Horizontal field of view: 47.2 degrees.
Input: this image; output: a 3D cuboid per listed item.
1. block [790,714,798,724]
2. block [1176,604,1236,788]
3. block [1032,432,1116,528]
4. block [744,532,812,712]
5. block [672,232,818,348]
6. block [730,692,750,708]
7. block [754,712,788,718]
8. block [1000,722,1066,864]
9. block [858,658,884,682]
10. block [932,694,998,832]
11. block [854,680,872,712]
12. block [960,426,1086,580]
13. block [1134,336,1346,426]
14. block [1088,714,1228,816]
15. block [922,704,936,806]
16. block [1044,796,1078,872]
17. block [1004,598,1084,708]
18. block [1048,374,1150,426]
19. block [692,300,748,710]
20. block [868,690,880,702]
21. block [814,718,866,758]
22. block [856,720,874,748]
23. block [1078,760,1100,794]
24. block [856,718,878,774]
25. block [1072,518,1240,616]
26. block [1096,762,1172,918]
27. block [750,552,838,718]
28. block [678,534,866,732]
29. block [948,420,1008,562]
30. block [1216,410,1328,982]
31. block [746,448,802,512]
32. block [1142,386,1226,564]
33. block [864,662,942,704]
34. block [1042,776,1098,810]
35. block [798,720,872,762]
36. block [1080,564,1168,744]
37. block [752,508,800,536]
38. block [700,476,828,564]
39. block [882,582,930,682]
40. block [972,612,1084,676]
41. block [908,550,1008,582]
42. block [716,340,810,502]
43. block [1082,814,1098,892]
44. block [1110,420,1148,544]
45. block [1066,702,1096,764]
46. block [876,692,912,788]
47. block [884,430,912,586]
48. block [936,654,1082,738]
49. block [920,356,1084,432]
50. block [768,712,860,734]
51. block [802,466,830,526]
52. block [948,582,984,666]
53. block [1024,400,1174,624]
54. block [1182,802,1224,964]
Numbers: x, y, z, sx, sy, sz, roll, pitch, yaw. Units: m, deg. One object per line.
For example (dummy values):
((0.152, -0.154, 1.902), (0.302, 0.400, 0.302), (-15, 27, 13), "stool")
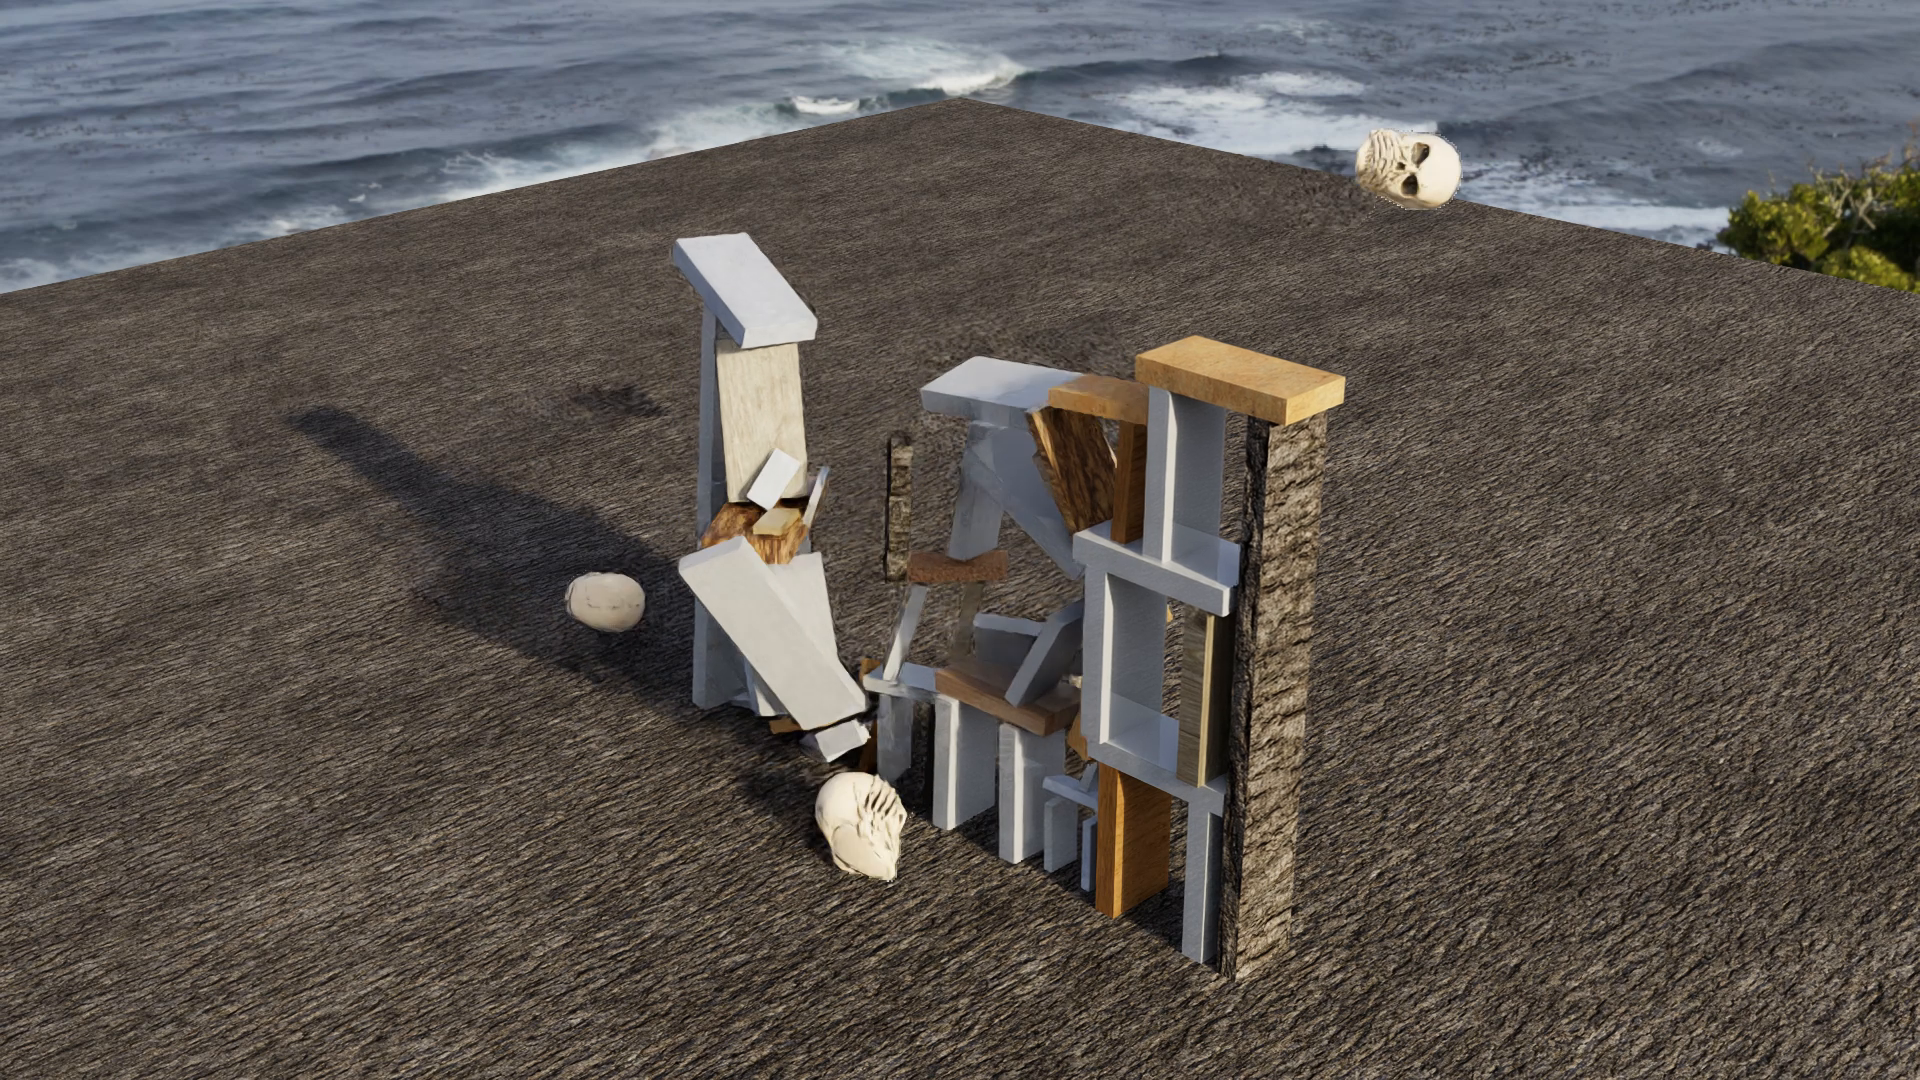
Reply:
((-0.316, 0.276, 4.570), (0.103, 0.029, 0.207), (-12, 58, -4), "block")
((0.457, 0.245, 3.826), (0.048, 0.340, 0.170), (22, 31, 40), "block")
((0.256, -0.067, 4.070), (0.044, 0.314, 0.157), (-9, 28, 42), "block")
((-0.391, 0.130, 4.695), (0.174, 0.455, 0.049), (-19, 22, -35), "block")
((-0.438, -0.509, 4.456), (0.163, 0.046, 0.327), (-11, 45, -32), "block")
((-0.451, 0.355, 4.868), (0.056, 0.016, 0.112), (-20, 16, -40), "block")
((-0.396, 0.371, 4.815), (0.056, 0.016, 0.113), (-21, 10, -39), "block")
((0.141, 0.473, 4.277), (0.041, 0.287, 0.144), (20, 30, 41), "block")
((-0.179, 0.276, 4.600), (0.015, 0.052, 0.104), (7, -4, 25), "block")
((0.011, 0.424, 4.390), (0.041, 0.287, 0.144), (21, 29, 37), "block")
((-0.210, 0.320, 4.523), (0.015, 0.052, 0.104), (-13, -14, 15), "block")
((0.161, -0.076, 4.158), (0.314, 0.044, 0.157), (46, 43, 12), "block")
((0.458, -0.265, 3.615), (0.311, 0.044, 0.156), (21, 31, 40), "block")
((0.399, 0.396, 3.964), (0.315, 0.045, 0.157), (21, 31, 41), "block")
((-0.031, 0.426, 4.472), (0.029, 0.208, 0.104), (11, 15, 24), "block")
((0.195, 0.563, 4.249), (0.021, 0.145, 0.072), (20, 30, 41), "block")
((0.174, 0.210, 4.130), (0.118, 0.236, 0.033), (-24, 61, -43), "block")
((0.277, -0.243, 3.800), (0.226, 0.032, 0.113), (14, 26, 39), "block")
((-0.483, -0.075, 4.711), (0.163, 0.960, 0.046), (-20, 37, -38), "block")
((-0.190, 0.329, 4.655), (0.067, 0.019, 0.134), (4, 0, -13), "block")
((-0.242, 0.400, 4.444), (0.104, 0.052, 0.015), (-22, 4, 34), "block")
((-0.224, 0.417, 4.645), (0.134, 0.019, 0.067), (-23, 17, 49), "block")
((0.305, 0.337, 4.171), (0.020, 0.305, 0.072), (28, 13, 31), "block")
((-0.174, 0.421, 4.598), (0.019, 0.134, 0.067), (30, 33, 18), "block")
((0.379, 0.036, 3.822), (0.170, 0.048, 0.340), (-21, 31, -40), "block")
((0.325, 0.533, 4.102), (0.045, 0.315, 0.158), (21, 31, 41), "block")
((-0.340, 0.192, 4.406), (0.174, 0.347, 0.049), (-8, 34, -2), "block")
((-0.363, 0.189, 4.311), (0.139, 0.488, 0.039), (-20, 38, 19), "block")
((0.046, -0.106, 4.372), (0.039, 0.277, 0.139), (17, 19, 24), "block")
((0.530, 0.271, 3.765), (0.156, 1.059, 0.044), (-21, 31, -41), "block")
((-0.375, -0.120, 4.413), (0.058, 0.117, 0.017), (32, -12, -3), "block")
((0.384, -0.130, 3.751), (0.044, 0.311, 0.156), (22, 31, 40), "block")
((-0.080, 0.292, 4.484), (0.208, 0.029, 0.104), (10, 22, 29), "block")
((0.237, 0.485, 4.201), (0.145, 0.021, 0.072), (20, 9, 33), "block")
((-0.265, 0.417, 4.601), (0.104, 0.029, 0.207), (-30, 9, -16), "block")
((0.298, 0.183, 3.973), (0.170, 0.340, 0.048), (-21, 31, -40), "block")
((-0.362, -0.037, 4.337), (0.059, 0.017, 0.117), (4, 20, 14), "block")
((-0.392, -0.046, 4.457), (0.174, 0.049, 0.347), (1, 23, 10), "block")
((-0.110, 0.170, 4.464), (0.030, 0.215, 0.108), (17, 18, -7), "block")
((0.147, 0.206, 4.286), (0.236, 0.118, 0.033), (8, 54, 12), "block")
((-0.018, 0.053, 4.405), (0.215, 0.030, 0.108), (-1, 16, 7), "block")
((-0.399, -0.245, 4.449), (0.163, 0.327, 0.046), (-5, 4, -4), "block")
((0.264, 0.590, 4.185), (0.072, 0.145, 0.021), (-21, 31, -41), "block")
((0.320, -0.114, 3.823), (0.113, 0.226, 0.032), (-21, 34, -40), "block")
((0.248, 0.338, 4.115), (0.020, 0.143, 0.072), (-1, 30, -35), "block")
((-0.135, 0.396, 4.557), (0.029, 0.208, 0.104), (12, 24, 22), "block")
((-0.121, -0.062, 4.265), (0.039, 0.277, 0.139), (1, 16, -5), "block")
((0.104, 0.296, 4.273), (0.287, 0.041, 0.144), (20, 29, 40), "block")
((0.092, -0.274, 4.108), (0.314, 0.044, 0.157), (14, 37, 43), "block")
((-0.311, 0.378, 4.719), (0.103, 0.029, 0.207), (-19, 4, -37), "block")
((-0.289, -0.089, 4.412), (0.017, 0.059, 0.117), (19, 42, -3), "block")
((0.012, 0.174, 4.435), (0.030, 0.215, 0.108), (14, 14, 2), "block")
((0.255, -0.040, 3.990), (0.113, 0.483, 0.032), (-28, 20, -16), "block")
((0.474, 0.591, 3.966), (0.045, 0.315, 0.157), (21, 31, 41), "block")
